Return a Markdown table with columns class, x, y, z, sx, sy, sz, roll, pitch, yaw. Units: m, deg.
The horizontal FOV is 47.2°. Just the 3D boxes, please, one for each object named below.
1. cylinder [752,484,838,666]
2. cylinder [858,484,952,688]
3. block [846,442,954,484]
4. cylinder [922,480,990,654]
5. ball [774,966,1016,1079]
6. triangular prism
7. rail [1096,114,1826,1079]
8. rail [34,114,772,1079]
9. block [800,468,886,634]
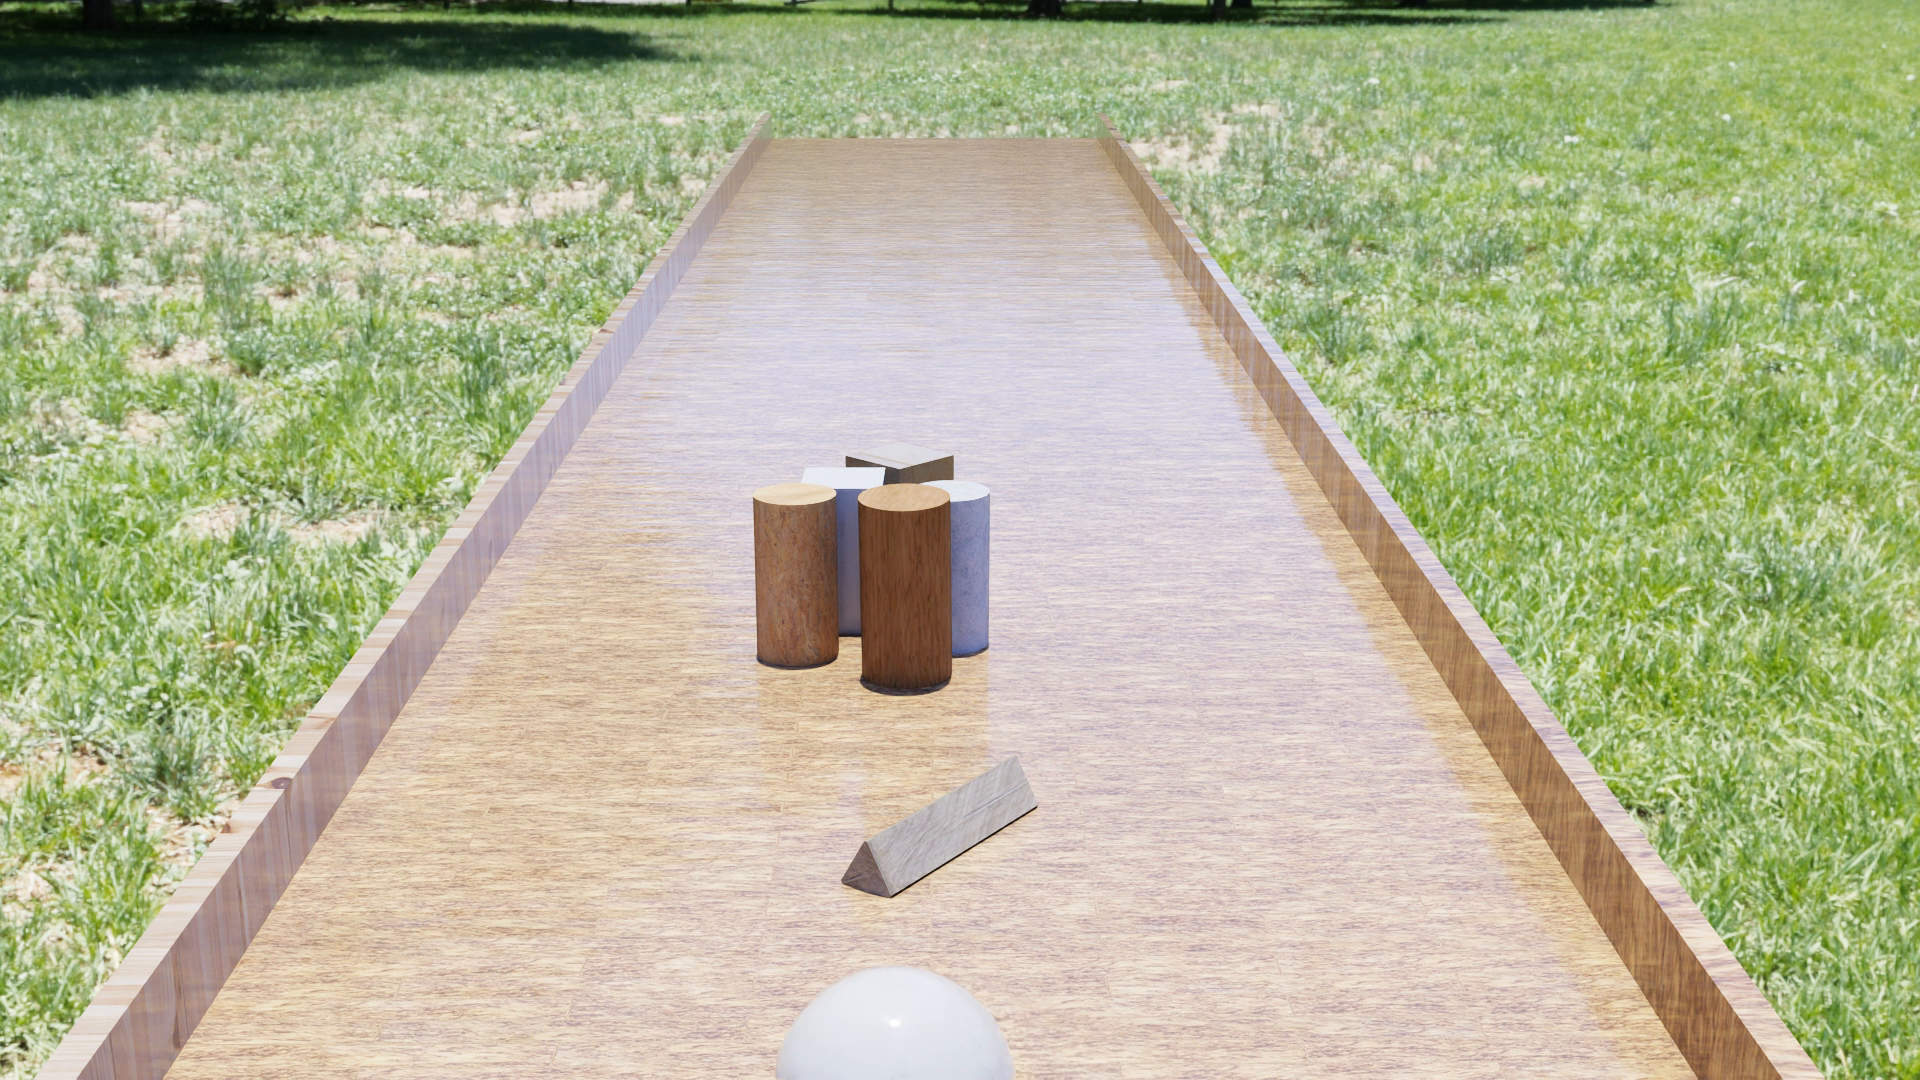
| class | x | y | z | sx | sy | sz | roll | pitch | yaw |
| --- | --- | --- | --- | --- | --- | --- | --- | --- | --- |
| cylinder | -0.328 | 0.068 | 4.415 | 0.165 | 0.333 | 0.165 | 0 | 17 | 0 |
| cylinder | -0.106 | 0.089 | 4.284 | 0.178 | 0.361 | 0.178 | 0 | 18 | 0 |
| block | -0.130 | -0.032 | 4.782 | 0.165 | 0.315 | 0.165 | 15 | 22 | 41 |
| cylinder | -0.021 | 0.055 | 4.479 | 0.163 | 0.321 | 0.163 | 0 | 16 | 0 |
| ball | -0.075 | 0.642 | 2.570 | 0.283 | 0.283 | 0.283 | 0 | 17 | 0 |
| triangular prism | -0.026 | 0.452 | 3.556 | 0.094 | 0.082 | 0.424 | 11 | 20 | 33 |
| rail | 0.932 | -0.844 | 7.801 | 0.050 | 0.150 | 12.000 | 0 | 17 | -1 |
| rail | -1.118 | -0.838 | 7.780 | 0.050 | 0.150 | 12.000 | 0 | 17 | -1 |
| block | -0.243 | 0.021 | 4.609 | 0.169 | 0.312 | 0.169 | 0 | 17 | 1 |
